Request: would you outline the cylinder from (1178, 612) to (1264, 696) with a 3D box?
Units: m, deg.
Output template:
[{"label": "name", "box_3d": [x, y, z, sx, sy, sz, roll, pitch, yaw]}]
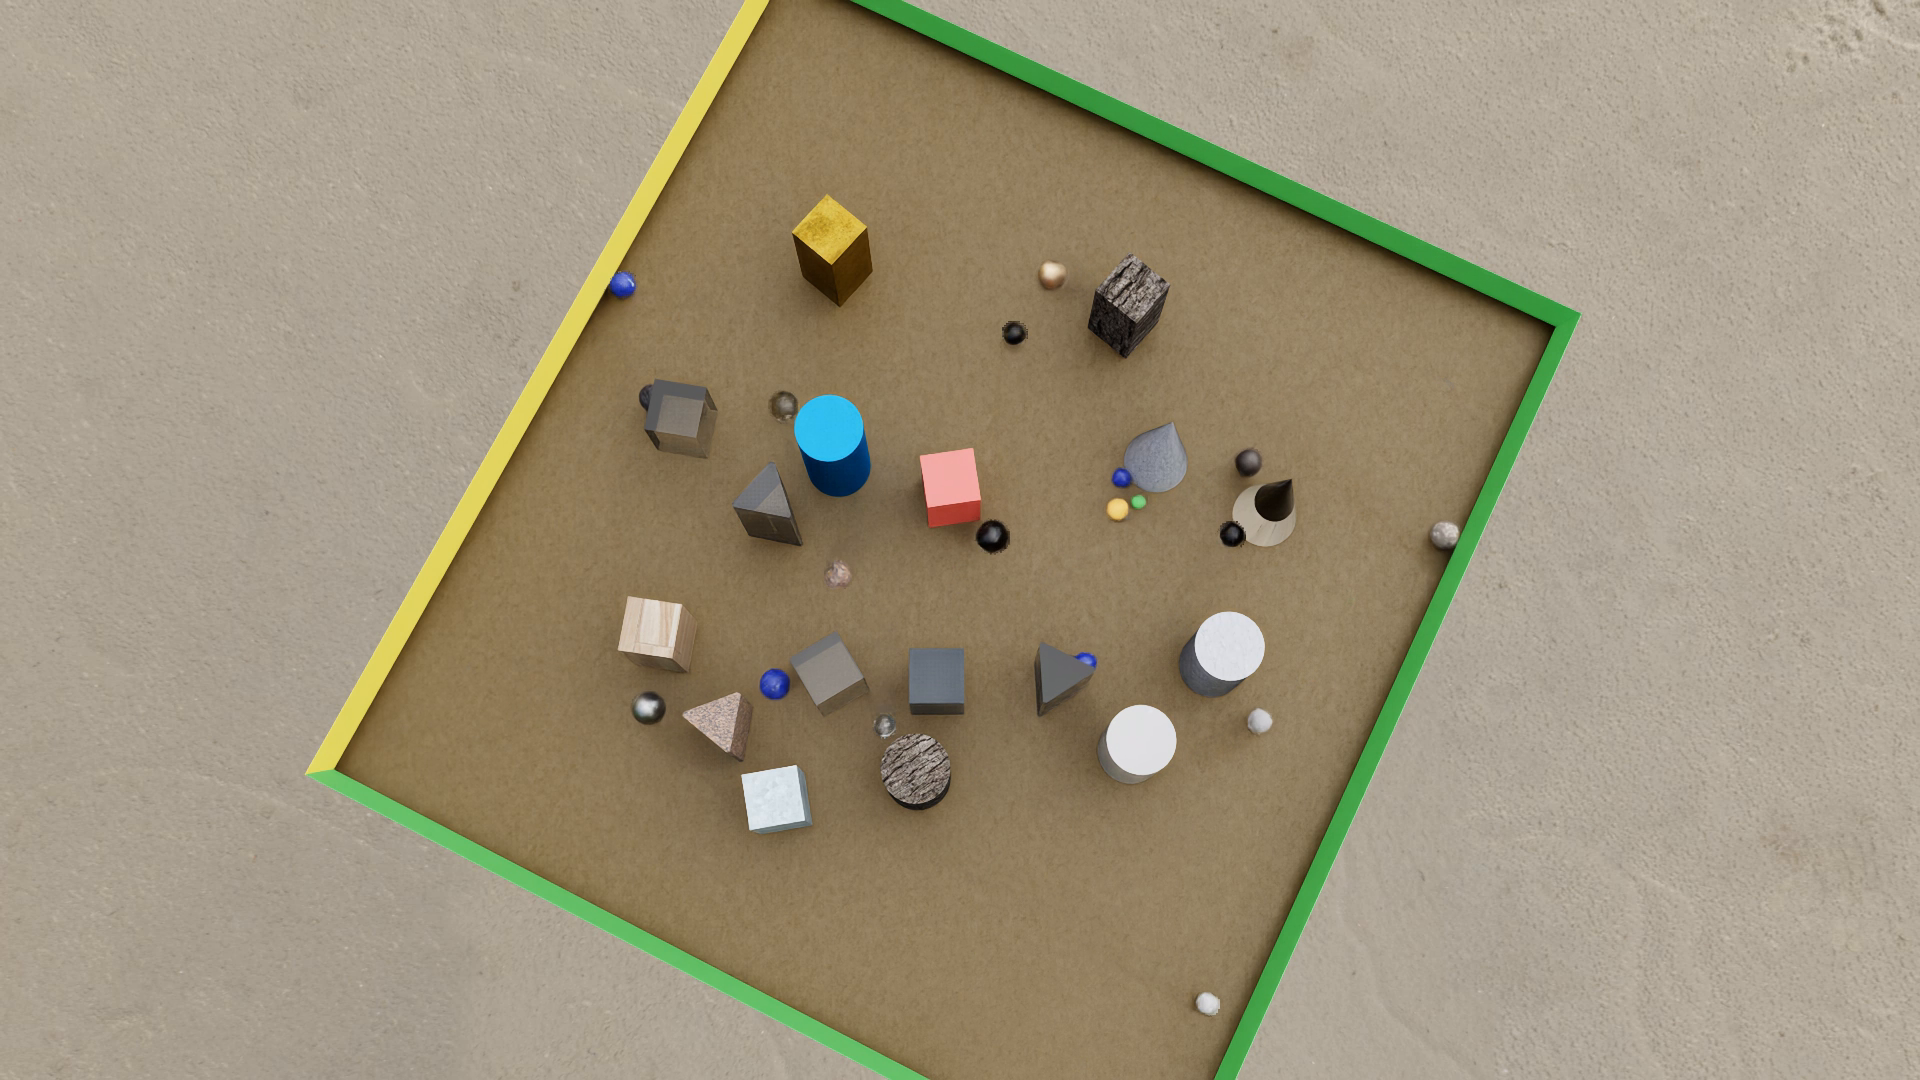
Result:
[{"label": "cylinder", "box_3d": [0.760, 0.338, 5.350, 0.197, 0.386, 0.197, 0, 78, 0]}]

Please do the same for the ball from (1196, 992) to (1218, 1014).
[{"label": "ball", "box_3d": [0.715, 1.341, 5.308, 0.061, 0.061, 0.061, 0, 78, 0]}]

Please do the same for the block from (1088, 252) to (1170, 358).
[{"label": "block", "box_3d": [0.511, -0.710, 5.583, 0.157, 0.353, 0.157, 40, 81, 8]}]

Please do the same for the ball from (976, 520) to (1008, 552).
[{"label": "ball", "box_3d": [0.098, -0.011, 5.569, 0.097, 0.097, 0.097, 0, 78, 0]}]

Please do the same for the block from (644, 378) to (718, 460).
[{"label": "block", "box_3d": [-0.844, -0.365, 5.561, 0.157, 0.256, 0.157, 10, 78, 2]}]

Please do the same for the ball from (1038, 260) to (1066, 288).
[{"label": "ball", "box_3d": [0.289, -0.833, 5.743, 0.090, 0.090, 0.090, 0, 78, 0]}]

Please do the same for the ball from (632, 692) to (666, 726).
[{"label": "ball", "box_3d": [-0.927, 0.503, 5.462, 0.098, 0.098, 0.098, 0, 78, 0]}]

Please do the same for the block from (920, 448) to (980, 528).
[{"label": "block", "box_3d": [-0.028, -0.154, 5.506, 0.157, 0.280, 0.157, -8, 78, -2]}]

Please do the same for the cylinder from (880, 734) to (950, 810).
[{"label": "cylinder", "box_3d": [-0.125, 0.675, 5.313, 0.197, 0.320, 0.197, 0, 78, 0]}]

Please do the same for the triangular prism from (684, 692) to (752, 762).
[{"label": "triangular prism", "box_3d": [-0.671, 0.522, 5.341, 0.170, 0.328, 0.148, 39, 81, 7]}]

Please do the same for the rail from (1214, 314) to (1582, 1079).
[{"label": "rail", "box_3d": [1.226, 0.607, 5.425, 0.045, 0.128, 2.971, 26, 80, 5]}]

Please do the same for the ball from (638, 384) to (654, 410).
[{"label": "ball", "box_3d": [-0.950, -0.439, 5.665, 0.084, 0.084, 0.084, 0, 78, 0]}]

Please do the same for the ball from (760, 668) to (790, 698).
[{"label": "ball", "box_3d": [-0.553, 0.430, 5.482, 0.091, 0.091, 0.091, 0, 78, 0]}]

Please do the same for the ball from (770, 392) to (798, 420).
[{"label": "ball", "box_3d": [-0.543, -0.413, 5.657, 0.090, 0.090, 0.090, 0, 78, 0]}]

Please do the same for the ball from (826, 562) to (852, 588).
[{"label": "ball", "box_3d": [-0.369, 0.104, 5.555, 0.080, 0.080, 0.080, 0, 78, 0]}]

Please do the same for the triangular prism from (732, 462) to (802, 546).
[{"label": "triangular prism", "box_3d": [-0.551, -0.112, 5.431, 0.170, 0.409, 0.148, 11, 79, 2]}]

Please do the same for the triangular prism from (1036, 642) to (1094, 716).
[{"label": "triangular prism", "box_3d": [0.268, 0.388, 5.346, 0.170, 0.374, 0.148, -33, 80, -6]}]

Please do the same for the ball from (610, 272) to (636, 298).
[{"label": "ball", "box_3d": [-1.056, -0.798, 5.740, 0.081, 0.081, 0.081, 0, 78, 0]}]

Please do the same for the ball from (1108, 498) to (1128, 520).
[{"label": "ball", "box_3d": [0.483, -0.094, 5.602, 0.066, 0.066, 0.066, 0, 78, 0]}]

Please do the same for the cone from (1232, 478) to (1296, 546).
[{"label": "cone", "box_3d": [0.936, -0.125, 5.400, 0.197, 0.475, 0.197, 0, 78, 0]}]

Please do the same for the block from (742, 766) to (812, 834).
[{"label": "block", "box_3d": [-0.529, 0.756, 5.319, 0.157, 0.276, 0.157, -10, 78, -2]}]

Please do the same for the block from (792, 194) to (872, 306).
[{"label": "block", "box_3d": [-0.386, -0.879, 5.603, 0.157, 0.382, 0.157, 40, 81, 8]}]

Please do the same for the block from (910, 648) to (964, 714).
[{"label": "block", "box_3d": [-0.067, 0.418, 5.376, 0.157, 0.301, 0.157, 0, 78, 0]}]

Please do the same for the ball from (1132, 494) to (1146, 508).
[{"label": "ball", "box_3d": [0.547, -0.117, 5.619, 0.043, 0.043, 0.043, 0, 78, 0]}]

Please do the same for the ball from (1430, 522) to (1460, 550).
[{"label": "ball", "box_3d": [1.476, -0.014, 5.575, 0.087, 0.087, 0.087, 0, 78, 0]}]

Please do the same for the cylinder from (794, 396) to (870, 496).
[{"label": "cylinder", "box_3d": [-0.374, -0.274, 5.446, 0.197, 0.446, 0.197, 0, 78, 0]}]

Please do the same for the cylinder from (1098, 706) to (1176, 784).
[{"label": "cylinder", "box_3d": [0.510, 0.596, 5.318, 0.197, 0.343, 0.197, 0, 78, 0]}]

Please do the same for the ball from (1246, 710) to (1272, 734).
[{"label": "ball", "box_3d": [0.893, 0.541, 5.468, 0.073, 0.073, 0.073, 0, 78, 0]}]

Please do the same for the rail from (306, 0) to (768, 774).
[{"label": "rail", "box_3d": [-1.226, -0.594, 5.673, 0.045, 0.128, 2.971, 26, 80, 5]}]

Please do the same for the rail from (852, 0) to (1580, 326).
[{"label": "rail", "box_3d": [0.654, -1.273, 5.814, 2.790, 0.128, 0.045, 26, 80, 5]}]

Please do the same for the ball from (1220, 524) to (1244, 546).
[{"label": "ball", "box_3d": [0.829, -0.016, 5.583, 0.072, 0.072, 0.072, 0, 78, 0]}]

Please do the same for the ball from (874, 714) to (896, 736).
[{"label": "ball", "box_3d": [-0.224, 0.553, 5.468, 0.066, 0.066, 0.066, 0, 78, 0]}]

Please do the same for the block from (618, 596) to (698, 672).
[{"label": "block", "box_3d": [-0.887, 0.281, 5.397, 0.157, 0.316, 0.157, 8, 78, 2]}]

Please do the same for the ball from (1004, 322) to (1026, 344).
[{"label": "ball", "box_3d": [0.170, -0.643, 5.715, 0.069, 0.069, 0.069, 0, 78, 0]}]

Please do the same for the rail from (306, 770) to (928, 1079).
[{"label": "rail", "box_3d": [-0.654, 1.287, 5.284, 2.790, 0.128, 0.045, 26, 80, 5]}]

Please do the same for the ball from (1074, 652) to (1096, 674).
[{"label": "ball", "box_3d": [0.374, 0.375, 5.501, 0.074, 0.074, 0.074, 0, 78, 0]}]

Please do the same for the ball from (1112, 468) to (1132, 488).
[{"label": "ball", "box_3d": [0.497, -0.189, 5.626, 0.059, 0.059, 0.059, 0, 78, 0]}]

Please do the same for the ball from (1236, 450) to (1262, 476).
[{"label": "ball", "box_3d": [0.887, -0.237, 5.623, 0.083, 0.083, 0.083, 0, 78, 0]}]

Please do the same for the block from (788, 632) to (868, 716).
[{"label": "block", "box_3d": [-0.381, 0.396, 5.378, 0.157, 0.306, 0.157, -30, 80, -6]}]

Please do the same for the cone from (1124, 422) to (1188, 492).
[{"label": "cone", "box_3d": [0.606, -0.290, 5.441, 0.197, 0.462, 0.197, 0, 78, 0]}]
